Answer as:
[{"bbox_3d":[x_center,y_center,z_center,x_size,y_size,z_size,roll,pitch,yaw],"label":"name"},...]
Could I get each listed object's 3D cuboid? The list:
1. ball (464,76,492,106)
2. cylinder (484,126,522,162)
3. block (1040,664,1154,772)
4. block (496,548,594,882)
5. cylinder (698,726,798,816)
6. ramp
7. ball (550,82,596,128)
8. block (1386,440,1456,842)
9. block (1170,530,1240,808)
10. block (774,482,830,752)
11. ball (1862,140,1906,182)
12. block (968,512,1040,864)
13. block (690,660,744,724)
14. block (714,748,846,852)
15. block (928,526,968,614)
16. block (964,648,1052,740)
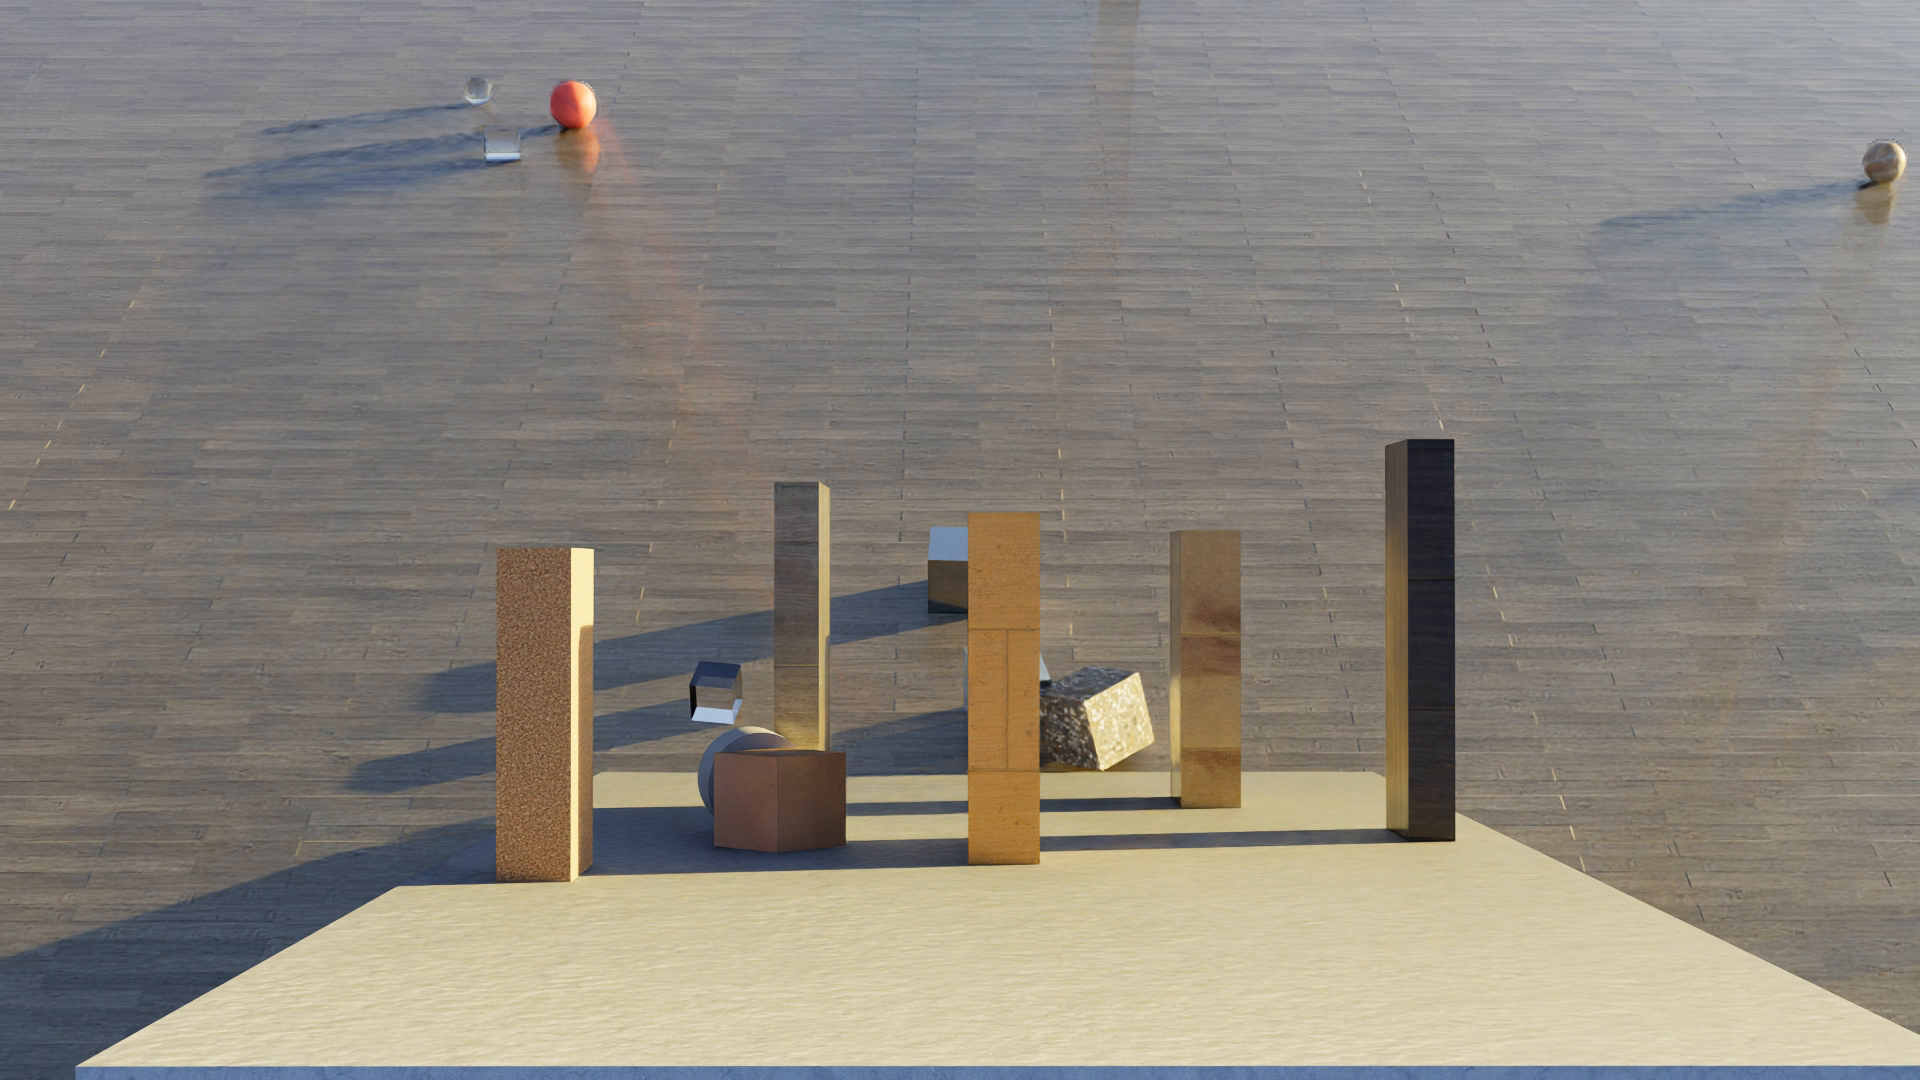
[{"bbox_3d":[-1.989,-1.854,10.699,0.118,0.118,0.118,0,32,0],"label":"ball"},{"bbox_3d":[-1.804,-1.562,10.213,0.134,0.134,0.134,-3,32,-5],"label":"cylinder"},{"bbox_3d":[0.356,0.468,6.850,0.198,0.198,0.198,-26,19,-35],"label":"block"},{"bbox_3d":[-0.714,0.294,4.469,0.125,0.559,0.260,0,-1,0],"label":"block"},{"bbox_3d":[-0.406,0.478,5.130,0.207,0.207,0.207,-7,1,-11],"label":"cylinder"},{"bbox_3d":[0.071,0.626,4.718,2.000,0.100,4.000,0,-1,0],"label":"ramp"},{"bbox_3d":[-1.565,-1.758,10.480,0.187,0.187,0.187,0,32,0],"label":"ball"},{"bbox_3d":[0.906,0.194,5.113,0.091,0.774,0.261,0,-1,0],"label":"block"},{"bbox_3d":[0.551,0.285,5.836,0.131,0.610,0.295,0,-1,0],"label":"block"},{"bbox_3d":[-0.332,0.235,5.475,0.091,0.701,0.441,0,-1,0],"label":"block"},{"bbox_3d":[3.579,-1.464,10.034,0.160,0.160,0.160,0,32,0],"label":"ball"},{"bbox_3d":[0.078,0.265,4.774,0.126,0.623,0.361,0,-1,0],"label":"block"},{"bbox_3d":[-0.664,0.415,7.065,0.117,0.117,0.117,5,32,8],"label":"block"},{"bbox_3d":[-0.341,0.491,4.911,0.176,0.176,0.176,-1,-1,44],"label":"block"},{"bbox_3d":[0.003,0.088,7.526,0.183,0.183,0.183,1,32,2],"label":"block"},{"bbox_3d":[0.127,0.413,6.994,0.195,0.195,0.195,-7,33,-10],"label":"block"}]
